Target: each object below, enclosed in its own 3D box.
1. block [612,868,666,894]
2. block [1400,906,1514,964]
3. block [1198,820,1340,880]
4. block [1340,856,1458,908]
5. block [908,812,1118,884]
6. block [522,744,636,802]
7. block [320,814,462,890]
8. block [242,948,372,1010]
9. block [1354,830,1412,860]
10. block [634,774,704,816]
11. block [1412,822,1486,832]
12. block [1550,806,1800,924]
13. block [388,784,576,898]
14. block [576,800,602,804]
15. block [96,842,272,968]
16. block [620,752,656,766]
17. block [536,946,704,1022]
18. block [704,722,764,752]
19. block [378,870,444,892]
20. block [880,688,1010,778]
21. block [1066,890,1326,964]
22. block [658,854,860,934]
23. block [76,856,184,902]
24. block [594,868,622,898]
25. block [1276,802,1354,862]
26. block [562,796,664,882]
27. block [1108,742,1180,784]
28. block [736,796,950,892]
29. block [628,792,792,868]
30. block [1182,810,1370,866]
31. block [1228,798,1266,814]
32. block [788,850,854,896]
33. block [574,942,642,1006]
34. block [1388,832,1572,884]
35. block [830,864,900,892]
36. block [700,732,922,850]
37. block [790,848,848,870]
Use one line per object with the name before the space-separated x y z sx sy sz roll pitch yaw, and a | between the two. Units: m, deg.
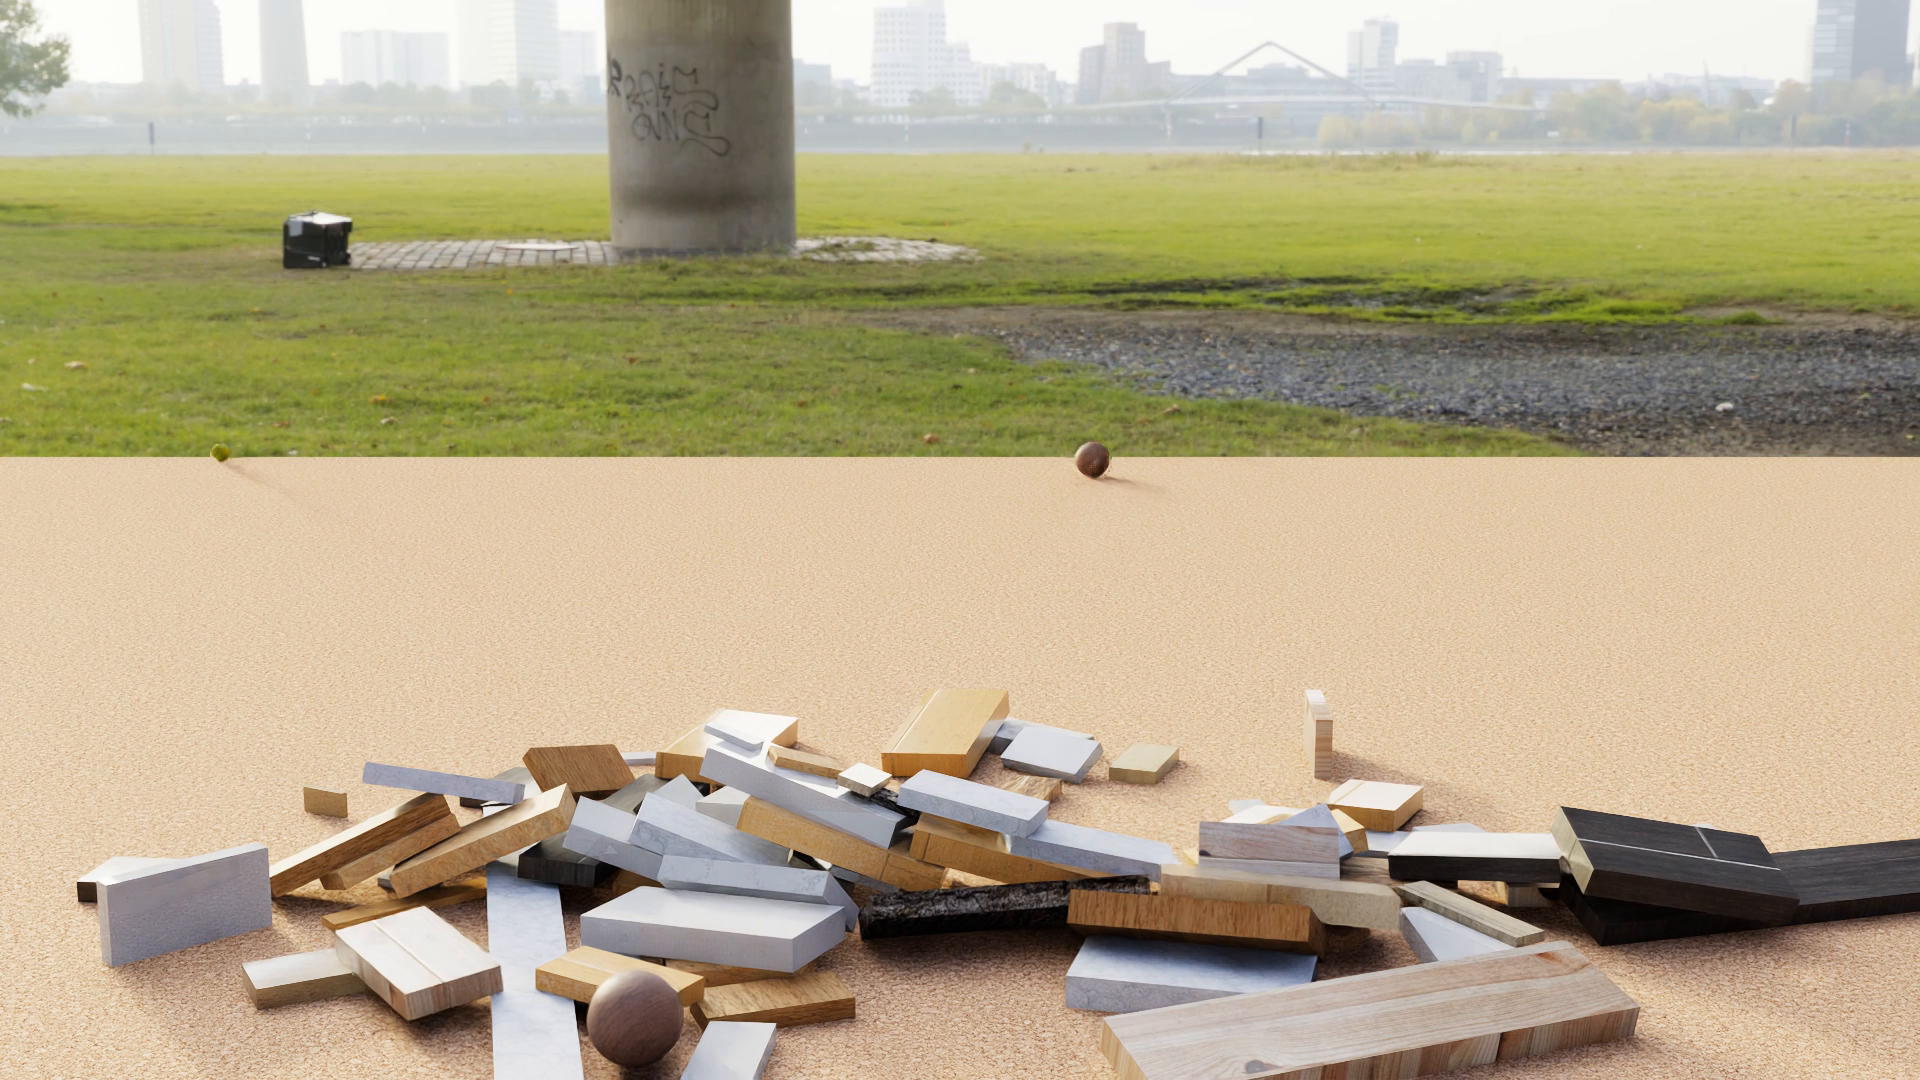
block | -0.513 0.574 3.644 0.112 0.016 0.056 10 22 7
block | 0.775 0.627 3.361 0.139 0.039 0.278 -1 11 -3
block | 0.503 0.523 3.588 0.227 0.113 0.032 3 -32 4
block | 0.684 0.571 3.662 0.282 0.040 0.141 2 11 13
block | 0.097 0.523 3.668 0.346 0.049 0.173 15 12 3
block | -0.708 0.437 4.123 0.217 0.031 0.108 4 43 -54
block | -0.952 0.520 3.669 0.217 0.031 0.108 -27 8 -35
block | -0.942 0.646 3.280 0.228 0.032 0.114 -6 12 -28
block | 0.693 0.538 3.856 0.236 0.033 0.118 3 11 16
block | -0.500 0.486 3.907 0.031 0.108 0.217 -43 -3 11
block | 0.863 0.519 3.849 0.131 0.019 0.066 0 14 -30
block | 1.134 0.516 3.495 0.346 0.049 0.173 9 26 -8
block | -0.791 0.499 3.657 0.297 0.042 0.148 -22 10 -1
block | -0.690 0.515 4.003 0.090 0.025 0.180 -1 11 -6
block | -1.208 0.567 3.435 0.261 0.131 0.037 -10 14 -43
block | -0.643 0.441 4.436 0.095 0.014 0.048 -2 11 -10
block | -0.488 0.635 3.151 0.218 0.031 0.109 8 12 28
block | -0.386 0.335 3.757 0.094 0.013 0.047 21 9 15
block | -0.927 0.575 3.710 0.099 0.014 0.050 5 11 23
block | -0.026 0.389 4.470 0.174 0.049 0.347 0 17 16
block | 0.358 0.582 3.312 0.359 0.051 0.180 1 -20 18
block | -0.318 0.558 3.470 0.287 0.041 0.144 2 -31 22
block | -1.323 0.571 3.675 0.254 0.036 0.127 1 11 6
block | -0.566 0.568 3.696 0.056 0.016 0.112 3 20 16
block | 0.539 0.516 3.627 0.195 0.028 0.098 -22 59 -12
block | -0.504 0.517 3.649 0.297 0.042 0.148 21 9 -7
block | 0.368 0.445 4.379 0.094 0.027 0.187 4 11 20
block | -0.187 0.498 3.679 0.346 0.049 0.173 19 8 5
block | -0.397 0.514 3.648 0.297 0.042 0.148 23 9 -6
block | 0.532 0.525 3.718 0.282 0.040 0.141 -14 7 -7
block | 0.547 0.506 4.074 0.058 0.017 0.117 -3 11 -14
block | -0.231 0.552 3.673 0.118 0.017 0.059 29 8 -7
block | -0.527 0.646 3.293 0.094 0.027 0.188 -1 11 -6
block | 0.862 0.520 3.611 0.282 0.040 0.141 -3 8 30
block | -0.157 0.561 3.676 0.118 0.017 0.059 18 8 -1
block | -0.248 0.421 3.714 0.347 0.049 0.173 20 8 13
block | -0.234 0.517 3.682 0.118 0.017 0.059 19 8 5
